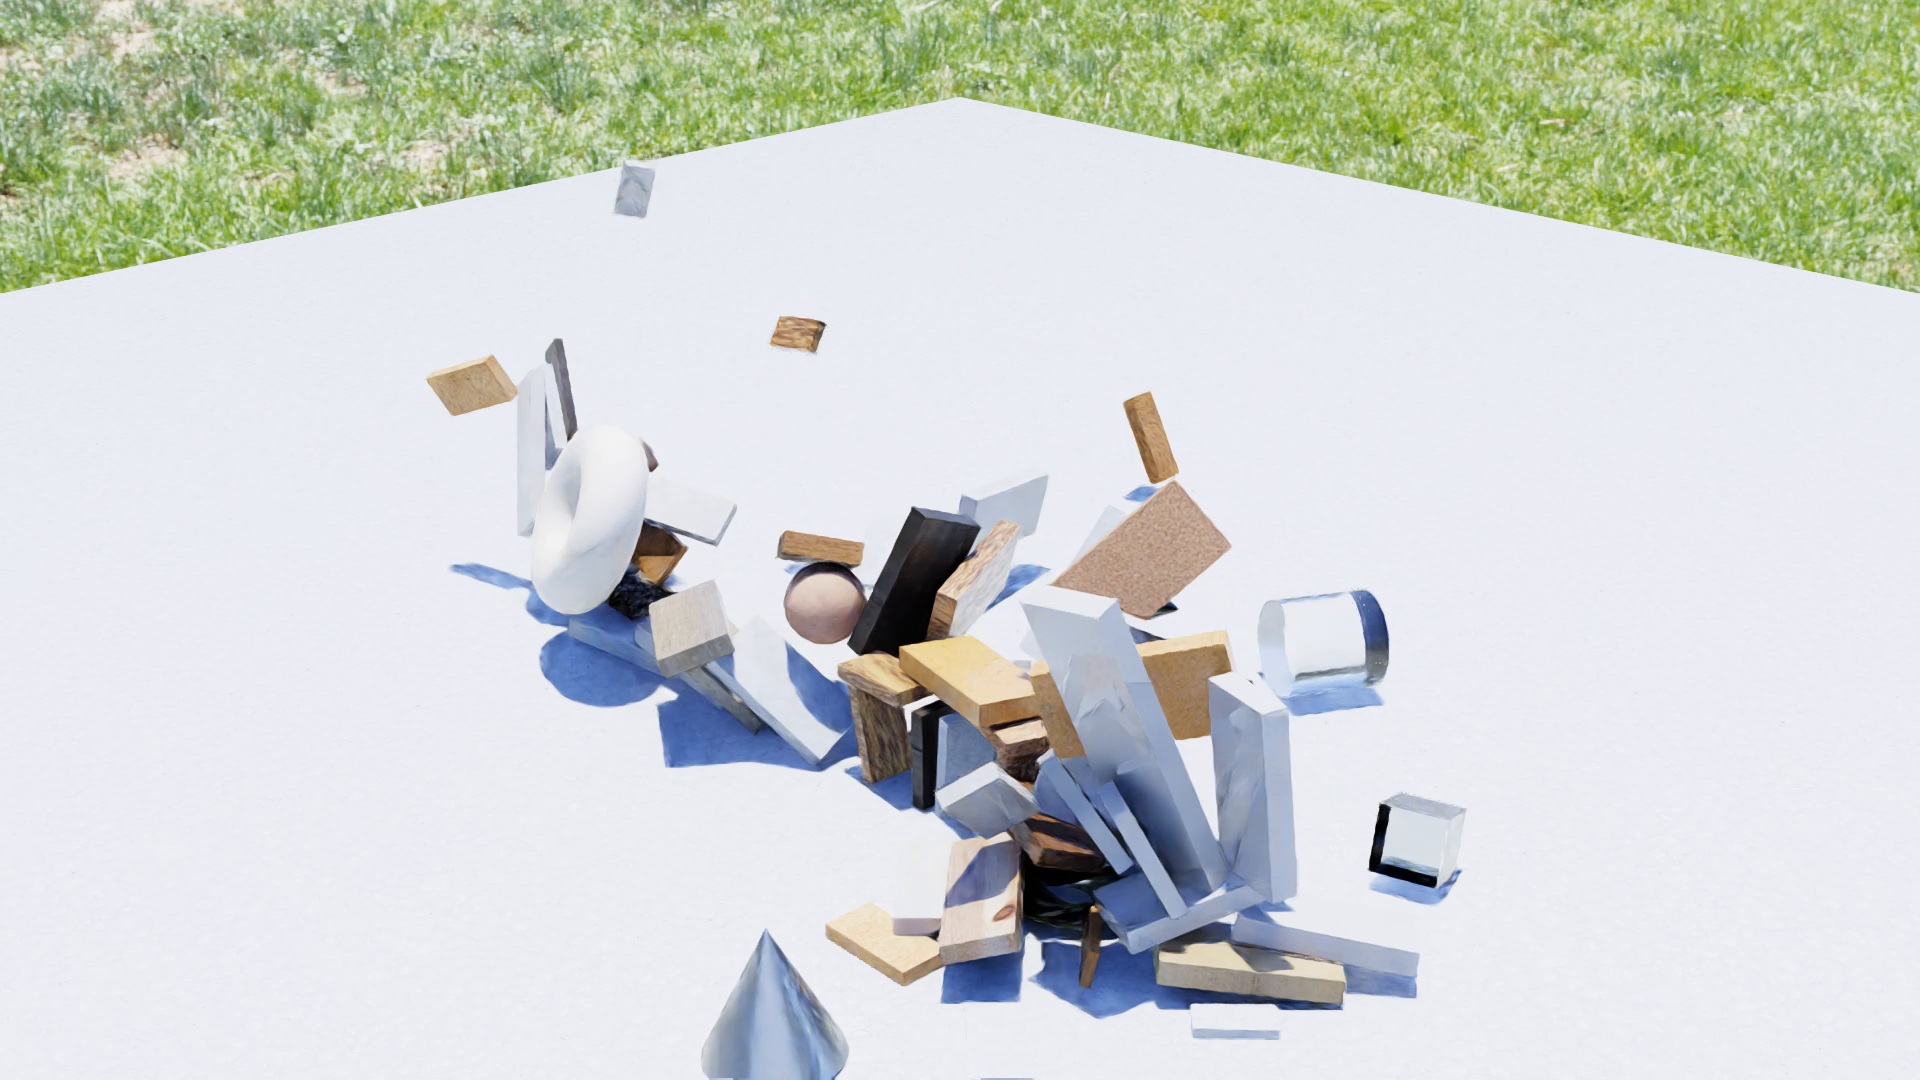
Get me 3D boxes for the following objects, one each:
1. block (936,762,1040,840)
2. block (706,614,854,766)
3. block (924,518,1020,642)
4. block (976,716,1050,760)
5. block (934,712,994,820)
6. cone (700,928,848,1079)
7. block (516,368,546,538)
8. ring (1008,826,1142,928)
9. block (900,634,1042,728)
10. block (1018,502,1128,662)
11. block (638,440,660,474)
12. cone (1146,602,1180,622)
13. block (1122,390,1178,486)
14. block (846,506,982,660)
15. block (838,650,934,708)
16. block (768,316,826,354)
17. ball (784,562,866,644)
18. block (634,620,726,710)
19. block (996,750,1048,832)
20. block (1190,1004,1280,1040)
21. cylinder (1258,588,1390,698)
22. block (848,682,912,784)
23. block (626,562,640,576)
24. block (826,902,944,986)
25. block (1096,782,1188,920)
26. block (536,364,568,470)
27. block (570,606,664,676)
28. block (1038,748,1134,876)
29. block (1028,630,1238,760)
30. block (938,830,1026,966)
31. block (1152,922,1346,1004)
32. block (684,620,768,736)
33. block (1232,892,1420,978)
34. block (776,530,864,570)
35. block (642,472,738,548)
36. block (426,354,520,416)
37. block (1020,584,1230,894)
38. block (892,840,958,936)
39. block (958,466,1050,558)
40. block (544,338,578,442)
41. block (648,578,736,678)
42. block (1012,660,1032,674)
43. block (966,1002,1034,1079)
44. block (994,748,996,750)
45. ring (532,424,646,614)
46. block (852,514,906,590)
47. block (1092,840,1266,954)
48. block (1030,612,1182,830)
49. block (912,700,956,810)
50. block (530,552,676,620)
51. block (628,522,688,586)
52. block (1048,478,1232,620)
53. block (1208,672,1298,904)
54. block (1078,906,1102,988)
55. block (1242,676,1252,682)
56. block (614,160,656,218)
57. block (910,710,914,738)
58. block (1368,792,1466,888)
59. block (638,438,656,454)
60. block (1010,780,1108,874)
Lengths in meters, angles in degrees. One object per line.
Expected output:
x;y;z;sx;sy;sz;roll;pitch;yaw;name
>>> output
0.053;0.471;3.958;0.116;0.232;0.033;-30;61;8;block
-0.372;0.317;4.663;0.311;0.044;0.156;43;54;0;block
0.026;0.104;4.669;0.047;0.165;0.330;24;36;14;block
0.094;0.354;4.301;0.113;0.032;0.226;-10;25;-21;block
0.011;0.446;4.417;0.113;0.226;0.032;-13;32;-28;block
-0.316;0.751;3.662;0.250;0.250;0.250;-1;24;1;cone
-1.038;-0.210;5.316;0.033;0.392;0.117;6;-22;-28;block
0.232;0.616;4.166;0.343;0.114;0.343;-1;23;0;ring
0.029;0.277;4.372;0.165;0.047;0.330;-8;21;-28;block
0.274;0.115;4.289;0.168;0.336;0.048;33;2;23;block
-0.803;-0.159;5.278;0.160;0.080;0.023;-44;45;-15;block
0.380;0.129;4.641;0.198;0.198;0.198;15;27;32;cone
0.520;-0.279;5.993;0.034;0.238;0.119;-17;5;32;block
-0.096;0.096;4.609;0.167;0.333;0.047;9;23;-46;block
-0.147;0.282;4.494;0.107;0.030;0.214;-17;24;-33;block
-0.396;-0.500;5.352;0.023;0.080;0.160;26;-9;-42;block
-0.284;0.133;4.638;0.175;0.175;0.175;0;23;0;ball
-0.573;0.269;4.970;0.162;0.046;0.324;-13;36;-44;block
0.116;0.496;4.300;0.113;0.226;0.032;-16;37;-33;block
0.472;0.828;3.782;0.148;0.021;0.074;1;23;2;block
0.814;0.231;4.933;0.221;0.221;0.221;-6;24;-14;cylinder
-0.164;0.387;4.572;0.107;0.214;0.030;-18;15;-34;block
-0.820;0.021;5.236;0.020;0.070;0.139;-42;71;-3;block
-0.134;0.733;3.995;0.108;0.030;0.215;-20;30;-39;block
0.317;0.539;3.826;0.033;0.232;0.116;-31;21;0;block
-1.014;-0.302;5.394;0.033;0.117;0.233;-1;65;-31;block
-0.744;0.229;5.142;0.324;0.046;0.162;19;25;36;block
0.219;0.474;3.851;0.033;0.232;0.116;-36;1;1;block
0.322;0.279;3.937;0.358;0.179;0.051;-11;24;16;block
0.044;0.640;3.971;0.136;0.039;0.350;-12;22;9;block
0.506;0.742;3.891;0.325;0.046;0.162;6;19;-1;block
-0.506;0.276;4.836;0.311;0.044;0.156;41;45;13;block
0.652;0.693;3.933;0.325;0.046;0.162;11;16;5;block
-0.304;0.024;4.733;0.167;0.047;0.333;10;-4;-7;block
-0.650;-0.071;5.113;0.237;0.031;0.111;18;62;14;block
-1.195;-0.377;5.389;0.233;0.117;0.033;-10;33;39;block
0.289;0.347;3.790;0.179;0.623;0.051;11;44;45;block
-0.051;0.647;4.107;0.136;0.039;0.273;1;23;2;block
0.098;-0.065;5.412;0.047;0.167;0.333;25;26;27;block
-0.976;-0.366;5.382;0.021;0.246;0.076;-1;-23;-31;block
-0.576;0.186;4.702;0.156;0.044;0.311;-21;23;-3;block
0.057;0.284;4.685;0.165;0.047;0.330;-3;-3;-3;block
0.065;0.855;3.707;0.108;0.030;0.215;0;23;-1;block
0.113;0.426;4.732;0.130;0.018;0.065;-1;23;-2;block
-0.838;-0.049;4.965;0.148;0.443;0.443;17;15;-26;ring
-0.198;0.030;5.297;0.095;0.027;0.191;5;61;33;block
0.419;0.625;3.936;0.325;0.046;0.162;-20;23;-12;block
0.278;0.341;4.052;0.168;0.414;0.048;21;21;-2;block
-0.048;0.432;4.468;0.107;0.214;0.030;-21;31;-41;block
-0.849;0.081;5.257;0.324;0.046;0.162;31;20;21;block
-0.750;-0.005;5.151;0.222;0.111;0.031;39;7;20;block
0.332;0.056;4.156;0.336;0.168;0.048;-41;2;8;block
0.505;0.426;3.794;0.051;0.358;0.179;-14;21;-20;block
0.234;0.729;3.944;0.021;0.074;0.148;12;23;0;block
0.533;0.348;4.898;0.119;0.034;0.238;19;30;38;block
-0.770;-0.831;5.209;0.076;0.151;0.021;6;47;-16;block
-0.010;0.381;4.706;0.191;0.095;0.027;-12;55;-14;block
0.873;0.572;4.198;0.133;0.133;0.133;12;9;27;block
-0.805;-0.173;5.322;0.021;0.076;0.151;37;80;19;block
0.159;0.532;4.117;0.136;0.039;0.273;11;18;-25;block
